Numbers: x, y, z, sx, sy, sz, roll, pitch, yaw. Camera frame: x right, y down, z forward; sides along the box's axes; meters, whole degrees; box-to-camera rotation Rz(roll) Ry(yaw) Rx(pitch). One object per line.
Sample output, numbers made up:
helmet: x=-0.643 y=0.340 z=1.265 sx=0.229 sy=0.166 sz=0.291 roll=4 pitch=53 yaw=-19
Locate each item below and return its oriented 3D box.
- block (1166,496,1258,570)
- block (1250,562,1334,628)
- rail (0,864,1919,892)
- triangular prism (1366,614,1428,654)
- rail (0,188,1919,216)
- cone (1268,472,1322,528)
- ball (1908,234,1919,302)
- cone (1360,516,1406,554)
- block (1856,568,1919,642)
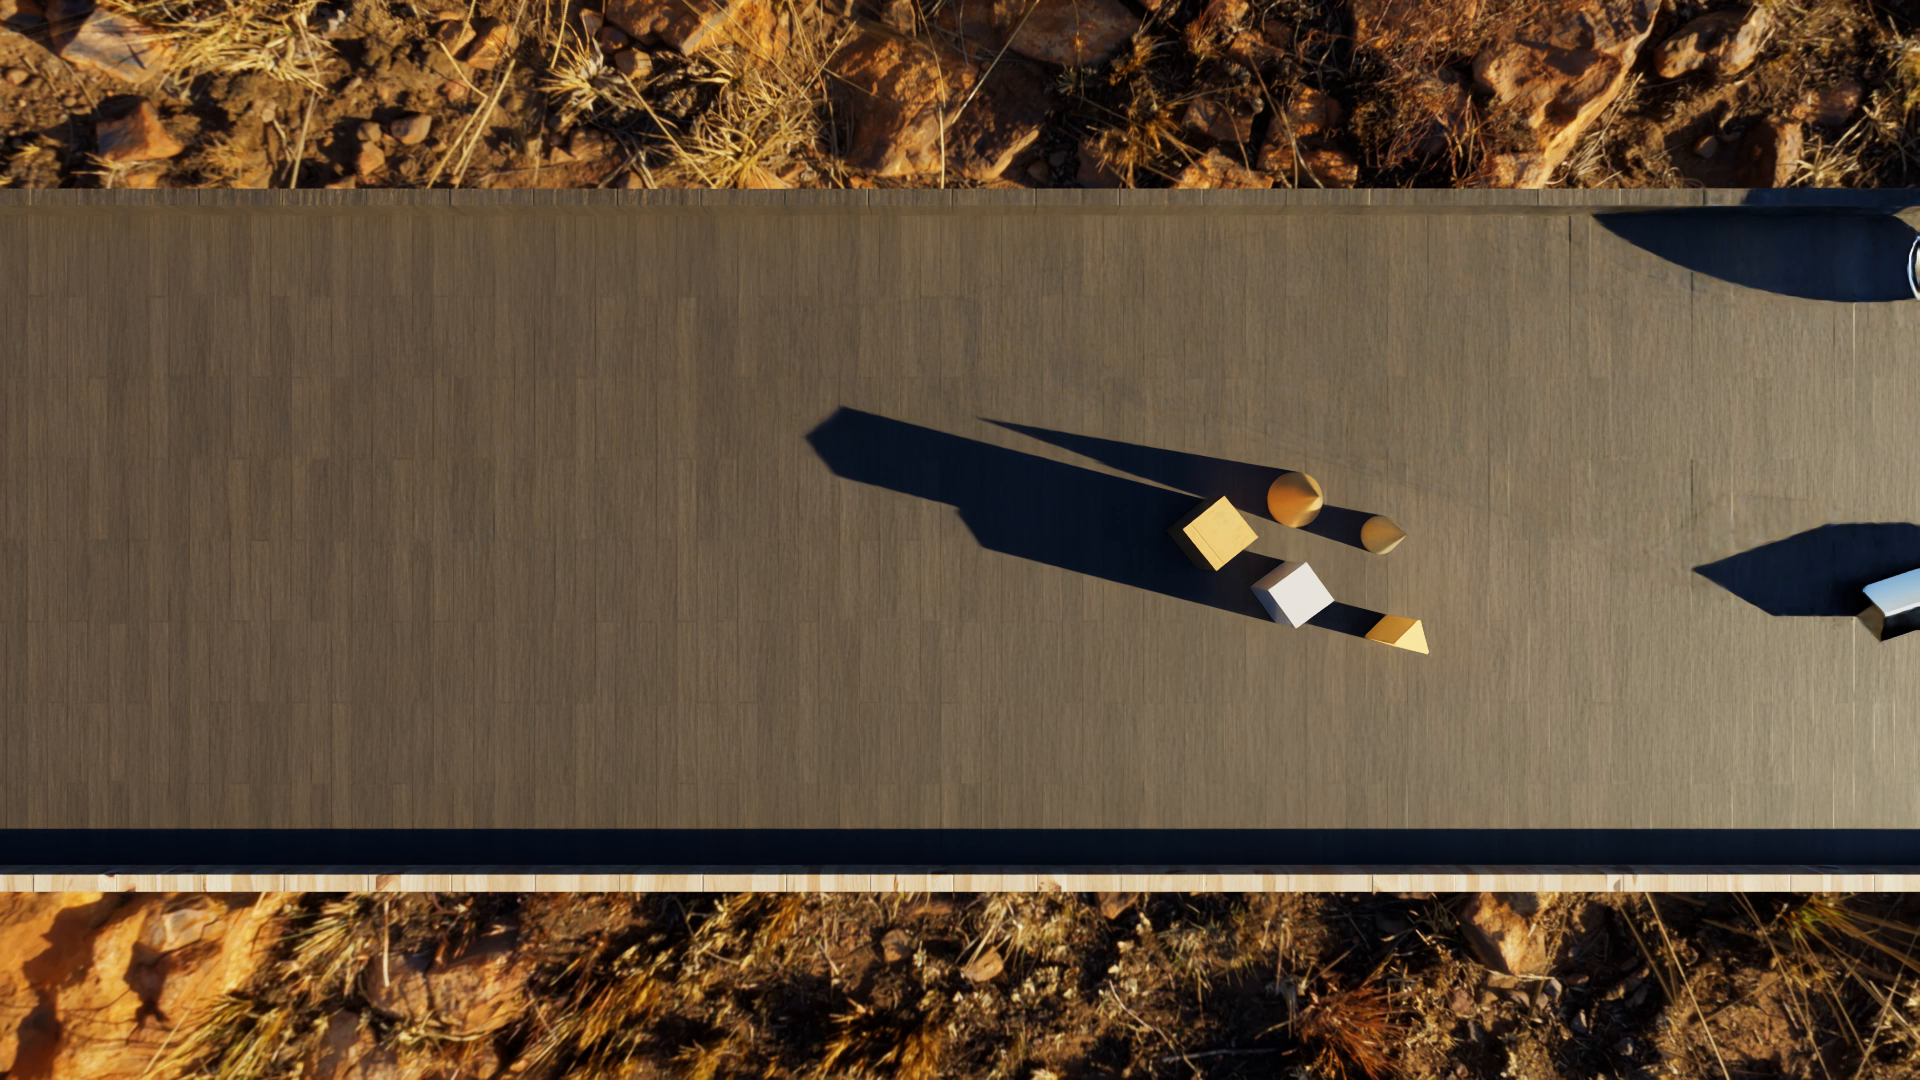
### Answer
block: x=0.741 y=-0.019 z=4.885 sx=0.152 sy=0.384 sz=0.152 roll=-39 pitch=90 yaw=0
block: x=0.986 y=0.160 z=4.921 sx=0.137 sy=0.311 sz=0.137 roll=-36 pitch=90 yaw=0
rail: x=-2.247 y=1.025 z=5.001 sx=12.000 sy=0.150 sz=0.050 roll=0 pitch=90 yaw=0
triangular prism: x=1.304 y=0.270 z=4.898 sx=0.098 sy=0.356 sz=0.085 roll=16 pitch=90 yaw=0
rail: x=-2.247 y=-1.025 z=5.002 sx=12.000 sy=0.150 sz=0.050 roll=0 pitch=90 yaw=0
cone: x=1.031 y=-0.124 z=4.906 sx=0.172 sy=0.341 sz=0.172 roll=0 pitch=90 yaw=0
ball: x=3.021 y=-0.819 z=4.884 sx=0.373 sy=0.373 sz=0.373 roll=0 pitch=90 yaw=0
cone: x=1.293 y=-0.016 z=4.921 sx=0.120 sy=0.310 sz=0.120 roll=0 pitch=90 yaw=0
block: x=2.964 y=0.156 z=4.991 sx=0.445 sy=0.122 sz=0.122 roll=-18 pitch=129 yaw=0
